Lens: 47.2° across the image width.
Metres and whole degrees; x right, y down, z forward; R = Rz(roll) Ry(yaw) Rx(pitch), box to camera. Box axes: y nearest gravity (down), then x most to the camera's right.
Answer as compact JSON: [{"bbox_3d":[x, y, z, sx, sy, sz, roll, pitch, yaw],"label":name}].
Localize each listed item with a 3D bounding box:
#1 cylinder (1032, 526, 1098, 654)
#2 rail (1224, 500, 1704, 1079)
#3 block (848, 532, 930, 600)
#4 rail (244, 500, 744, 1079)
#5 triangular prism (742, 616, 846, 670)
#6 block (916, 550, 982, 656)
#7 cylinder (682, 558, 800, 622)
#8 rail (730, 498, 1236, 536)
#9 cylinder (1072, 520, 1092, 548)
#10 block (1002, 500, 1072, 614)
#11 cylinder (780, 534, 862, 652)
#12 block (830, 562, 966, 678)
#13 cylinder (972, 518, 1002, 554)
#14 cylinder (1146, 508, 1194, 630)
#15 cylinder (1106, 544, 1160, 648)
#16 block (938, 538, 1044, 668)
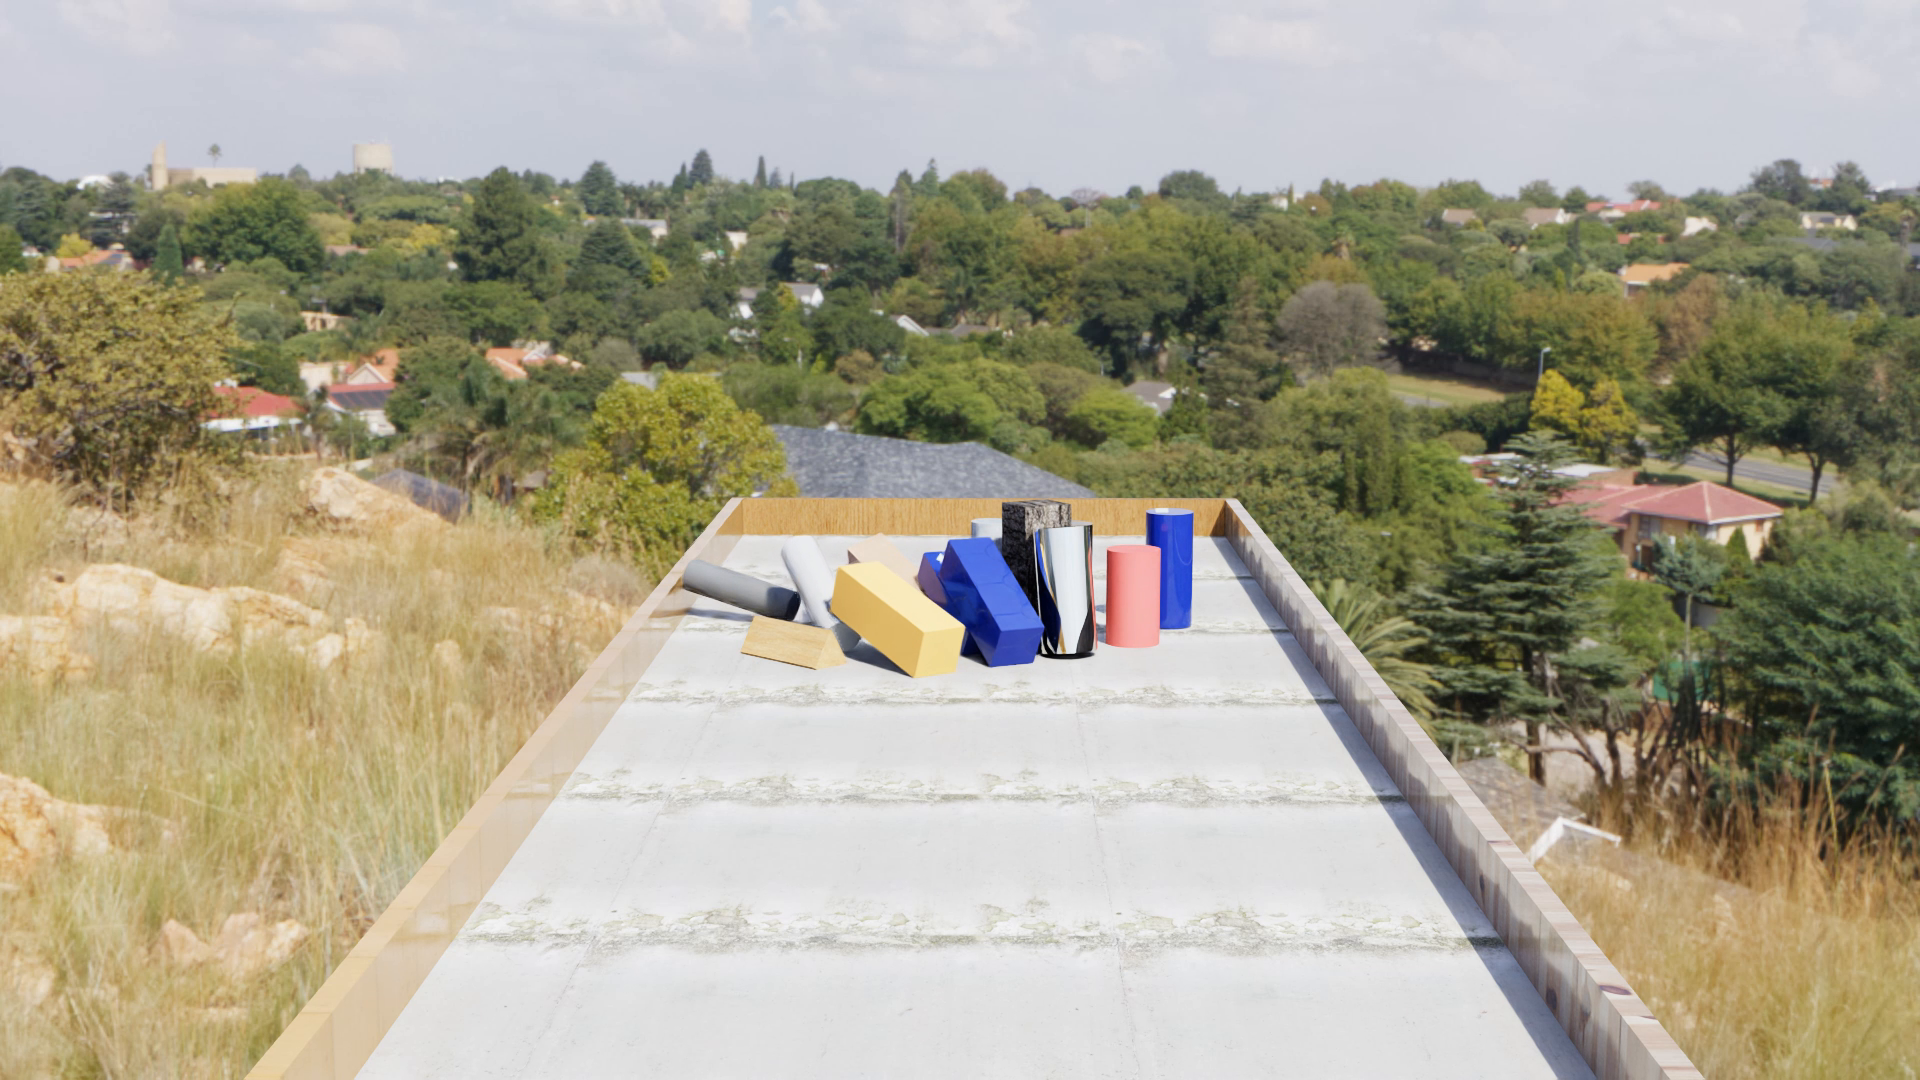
[{"bbox_3d":[0.324,0.151,6.765,0.176,0.382,0.176,-4,2,0],"label":"cylinder"},{"bbox_3d":[1.046,0.843,3.208,0.050,0.150,12.000,0,9,1],"label":"rail"},{"bbox_3d":[-0.214,0.144,7.127,0.132,0.132,0.348,-26,46,-23],"label":"block"},{"bbox_3d":[-1.004,0.839,3.234,0.050,0.150,12.000,0,9,1],"label":"rail"},{"bbox_3d":[-0.510,0.305,6.713,0.345,0.110,0.127,9,13,43],"label":"triangular prism"},{"bbox_3d":[-0.008,0.194,6.890,0.102,0.102,0.381,-4,40,-26],"label":"block"},{"bbox_3d":[-0.726,0.170,7.306,0.386,0.111,0.111,17,14,17],"label":"cylinder"},{"bbox_3d":[0.099,-0.098,9.147,2.100,0.150,0.050,0,9,1],"label":"rail"},{"bbox_3d":[0.371,0.116,7.174,0.123,0.344,0.123,0,9,0],"label":"cylinder"},{"bbox_3d":[0.243,0.103,6.934,0.162,0.441,0.162,-4,8,-25],"label":"block"},{"bbox_3d":[-0.440,0.166,6.936,0.125,0.125,0.453,-4,37,-23],"label":"cylinder"},{"bbox_3d":[-0.193,0.236,6.616,0.153,0.153,0.450,-7,29,-38],"label":"block"},{"bbox_3d":[0.101,0.112,7.175,0.130,0.353,0.130,0,9,0],"label":"cylinder"},{"bbox_3d":[0.684,0.094,7.206,0.156,0.379,0.156,0,9,0],"label":"cylinder"},{"bbox_3d":[0.546,0.176,6.936,0.170,0.301,0.170,0,9,0],"label":"cylinder"},{"bbox_3d":[0.093,0.186,6.727,0.145,0.145,0.433,-4,40,-25],"label":"block"}]
